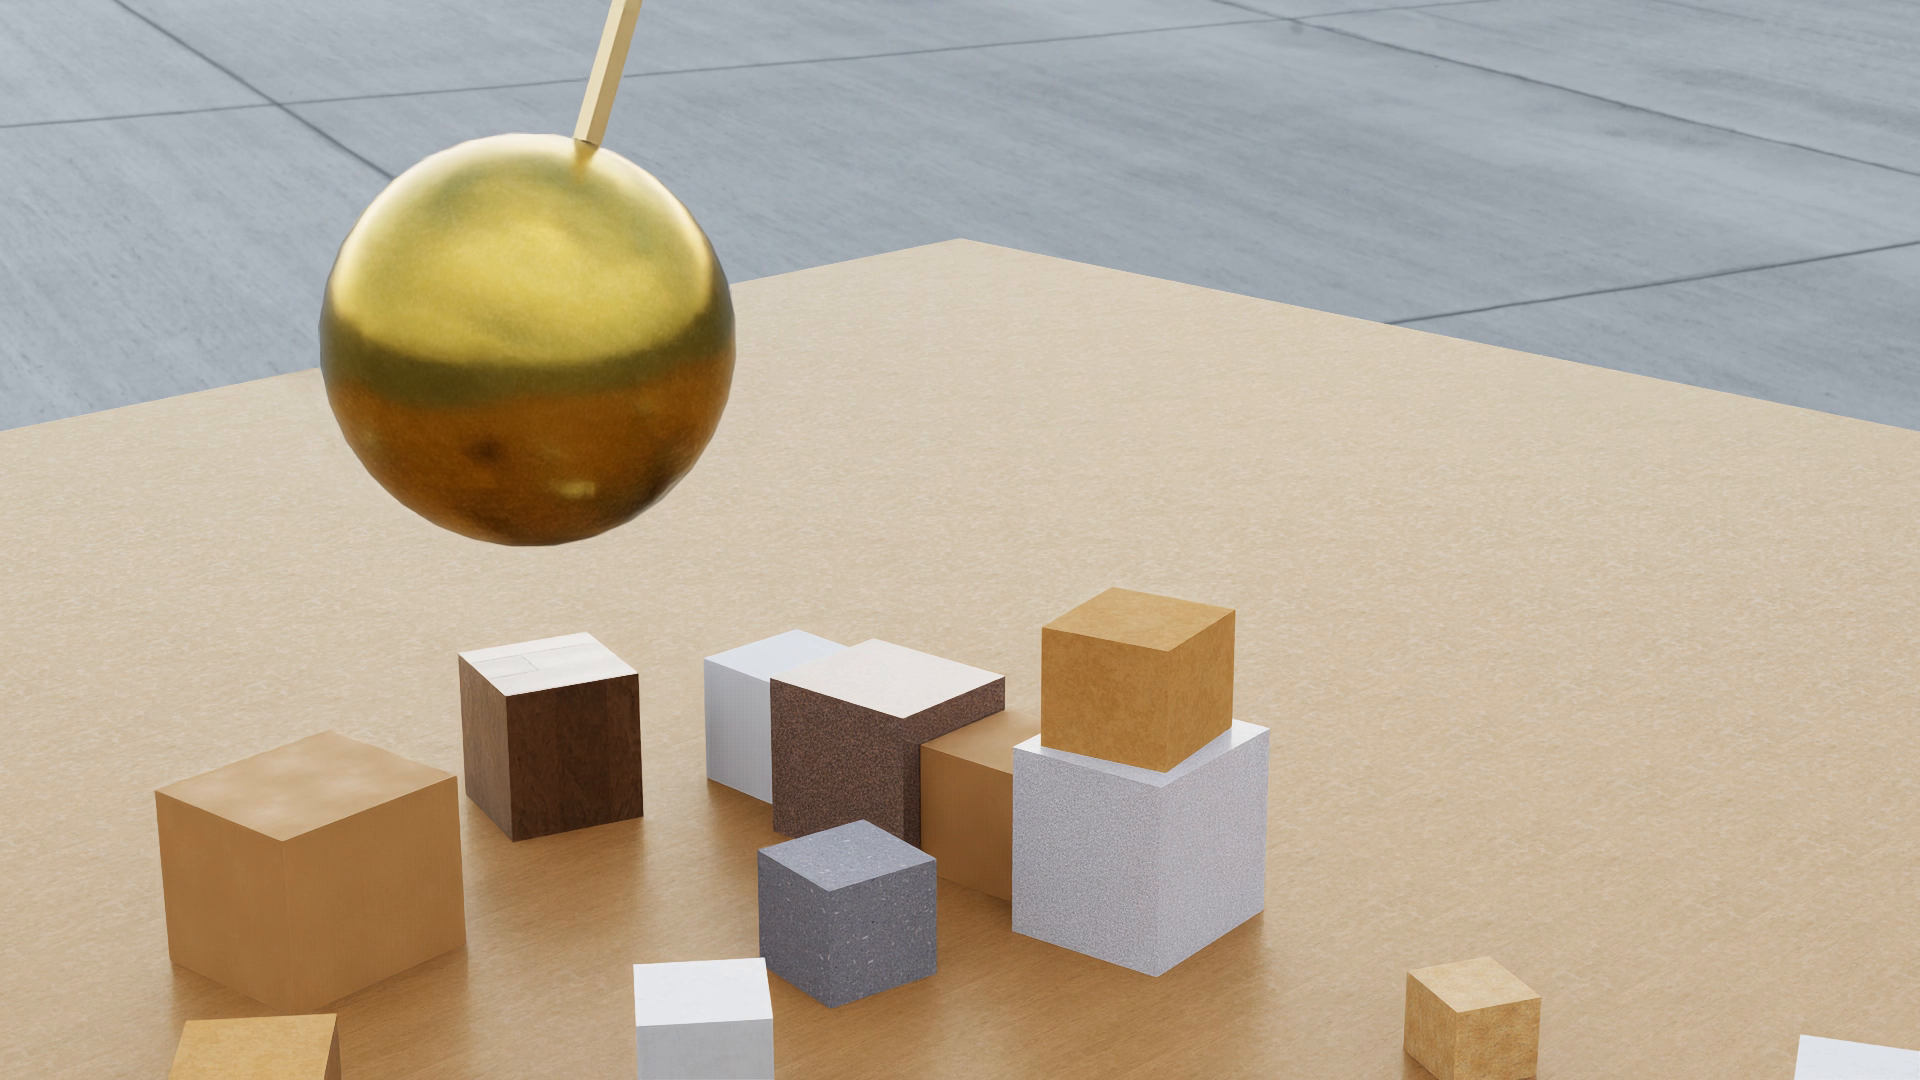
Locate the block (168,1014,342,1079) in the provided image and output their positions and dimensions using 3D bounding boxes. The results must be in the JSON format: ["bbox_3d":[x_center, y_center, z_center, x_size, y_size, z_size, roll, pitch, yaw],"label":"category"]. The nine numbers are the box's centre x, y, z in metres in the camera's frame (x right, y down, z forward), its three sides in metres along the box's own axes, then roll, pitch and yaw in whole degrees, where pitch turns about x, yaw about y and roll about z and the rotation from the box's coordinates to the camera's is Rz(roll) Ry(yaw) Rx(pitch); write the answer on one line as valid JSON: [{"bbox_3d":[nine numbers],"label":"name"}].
[{"bbox_3d":[-2.541,2.126,10.610,0.546,0.582,0.600,-2,18,-6],"label":"block"}]

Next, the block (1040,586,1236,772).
[{"bbox_3d":[0.770,0.594,12.662,0.605,0.542,0.636,10,20,29],"label":"block"}]

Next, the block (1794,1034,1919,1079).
[{"bbox_3d":[3.236,2.206,10.353,0.607,0.584,0.693,6,18,18],"label":"block"}]

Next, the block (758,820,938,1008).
[{"bbox_3d":[-0.478,1.578,12.440,0.550,0.530,0.534,-13,21,-35],"label":"block"}]

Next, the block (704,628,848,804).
[{"bbox_3d":[-0.808,0.885,14.476,0.617,0.630,0.663,-17,24,-42],"label":"block"}]

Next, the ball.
[{"bbox_3d":[-1.666,-0.772,11.353,1.600,1.600,1.600,0,17,0],"label":"ball"}]

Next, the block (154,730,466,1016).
[{"bbox_3d":[-2.772,1.405,12.562,0.855,0.787,0.925,14,22,37],"label":"block"}]

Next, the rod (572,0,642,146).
[{"bbox_3d":[-0.722,-4.038,11.316,0.080,5.200,0.080,17,1,42],"label":"rod"}]

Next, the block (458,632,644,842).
[{"bbox_3d":[-1.973,0.938,14.135,0.662,0.734,0.675,-9,20,-27],"label":"block"}]

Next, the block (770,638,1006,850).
[{"bbox_3d":[-0.339,1.011,13.833,0.827,0.777,0.728,14,22,38],"label":"block"}]

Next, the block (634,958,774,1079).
[{"bbox_3d":[-0.977,1.966,11.184,0.506,0.542,0.523,-2,18,-7],"label":"block"}]

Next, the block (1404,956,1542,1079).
[{"bbox_3d":[2.034,1.921,11.660,0.377,0.343,0.395,-7,19,-20],"label":"block"}]

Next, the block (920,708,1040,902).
[{"bbox_3d":[0.281,1.221,13.432,0.677,0.617,0.628,14,23,39],"label":"block"}]

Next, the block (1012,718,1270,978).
[{"bbox_3d":[0.793,1.271,12.857,0.762,0.866,0.861,13,22,35],"label":"block"}]
